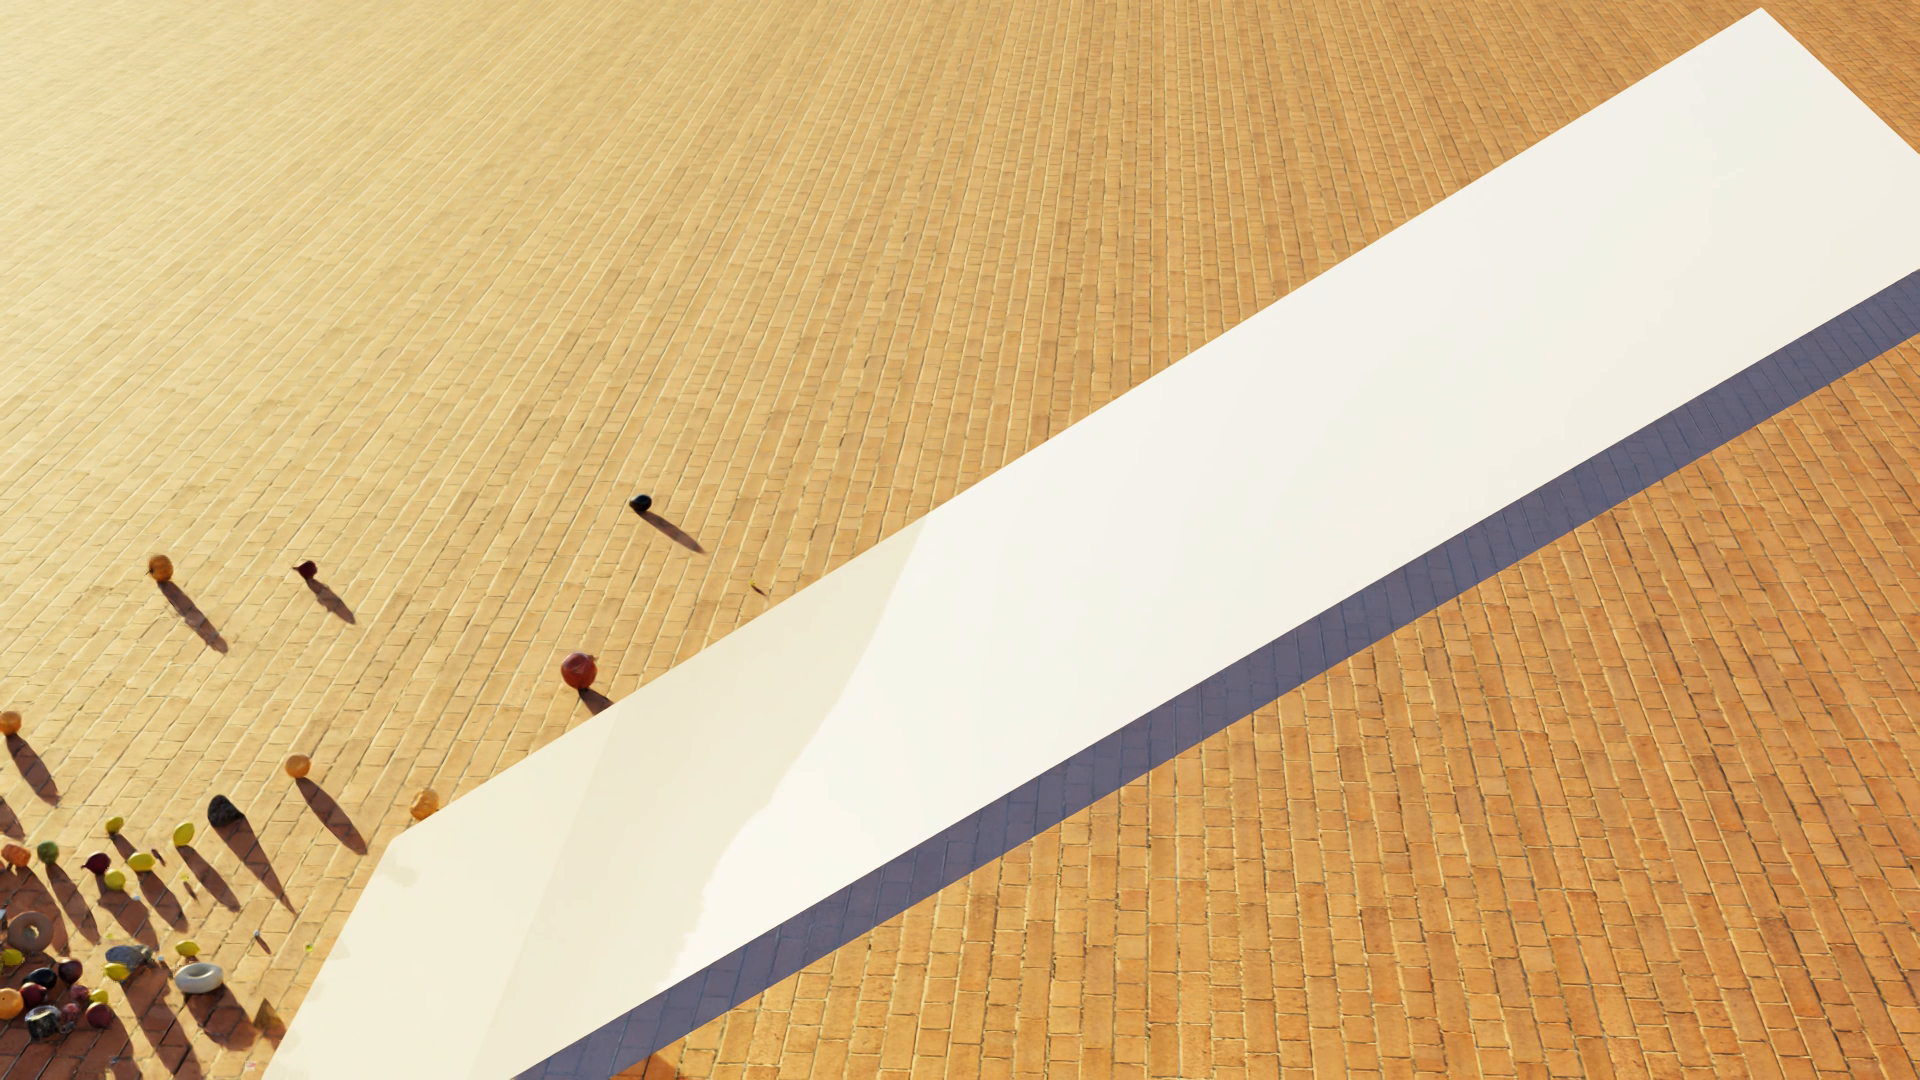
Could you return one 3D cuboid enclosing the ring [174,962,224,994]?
[{"bbox_3d":[-1.846,1.063,7.140,0.117,0.039,0.117,0,19,0],"label":"ring"}]

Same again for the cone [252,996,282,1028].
[{"bbox_3d":[-1.646,1.111,6.970,0.068,0.068,0.068,0,20,0],"label":"cone"}]

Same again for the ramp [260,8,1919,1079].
[{"bbox_3d":[0.139,0.171,6.297,4.000,0.100,2.000,-31,16,14],"label":"ramp"}]

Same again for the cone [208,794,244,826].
[{"bbox_3d":[-1.982,0.741,8.000,0.090,0.090,0.090,19,1,41],"label":"cone"}]

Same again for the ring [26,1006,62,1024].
[{"bbox_3d":[-2.173,1.132,6.974,0.083,0.028,0.083,1,21,0],"label":"ring"}]

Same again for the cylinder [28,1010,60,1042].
[{"bbox_3d":[-2.151,1.141,6.906,0.054,0.054,0.054,-21,29,-37],"label":"cylinder"}]

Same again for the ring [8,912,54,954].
[{"bbox_3d":[-2.308,0.976,7.306,0.111,0.037,0.111,6,63,-13],"label":"ring"}]

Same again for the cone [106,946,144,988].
[{"bbox_3d":[-2.039,1.052,7.166,0.092,0.092,0.092,-2,47,-6],"label":"cone"}]

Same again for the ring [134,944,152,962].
[{"bbox_3d":[-2.032,1.024,7.265,0.075,0.025,0.075,-1,20,0],"label":"ring"}]

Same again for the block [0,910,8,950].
[{"bbox_3d":[-2.420,0.974,7.327,0.075,0.075,0.075,-2,21,-4],"label":"block"}]
